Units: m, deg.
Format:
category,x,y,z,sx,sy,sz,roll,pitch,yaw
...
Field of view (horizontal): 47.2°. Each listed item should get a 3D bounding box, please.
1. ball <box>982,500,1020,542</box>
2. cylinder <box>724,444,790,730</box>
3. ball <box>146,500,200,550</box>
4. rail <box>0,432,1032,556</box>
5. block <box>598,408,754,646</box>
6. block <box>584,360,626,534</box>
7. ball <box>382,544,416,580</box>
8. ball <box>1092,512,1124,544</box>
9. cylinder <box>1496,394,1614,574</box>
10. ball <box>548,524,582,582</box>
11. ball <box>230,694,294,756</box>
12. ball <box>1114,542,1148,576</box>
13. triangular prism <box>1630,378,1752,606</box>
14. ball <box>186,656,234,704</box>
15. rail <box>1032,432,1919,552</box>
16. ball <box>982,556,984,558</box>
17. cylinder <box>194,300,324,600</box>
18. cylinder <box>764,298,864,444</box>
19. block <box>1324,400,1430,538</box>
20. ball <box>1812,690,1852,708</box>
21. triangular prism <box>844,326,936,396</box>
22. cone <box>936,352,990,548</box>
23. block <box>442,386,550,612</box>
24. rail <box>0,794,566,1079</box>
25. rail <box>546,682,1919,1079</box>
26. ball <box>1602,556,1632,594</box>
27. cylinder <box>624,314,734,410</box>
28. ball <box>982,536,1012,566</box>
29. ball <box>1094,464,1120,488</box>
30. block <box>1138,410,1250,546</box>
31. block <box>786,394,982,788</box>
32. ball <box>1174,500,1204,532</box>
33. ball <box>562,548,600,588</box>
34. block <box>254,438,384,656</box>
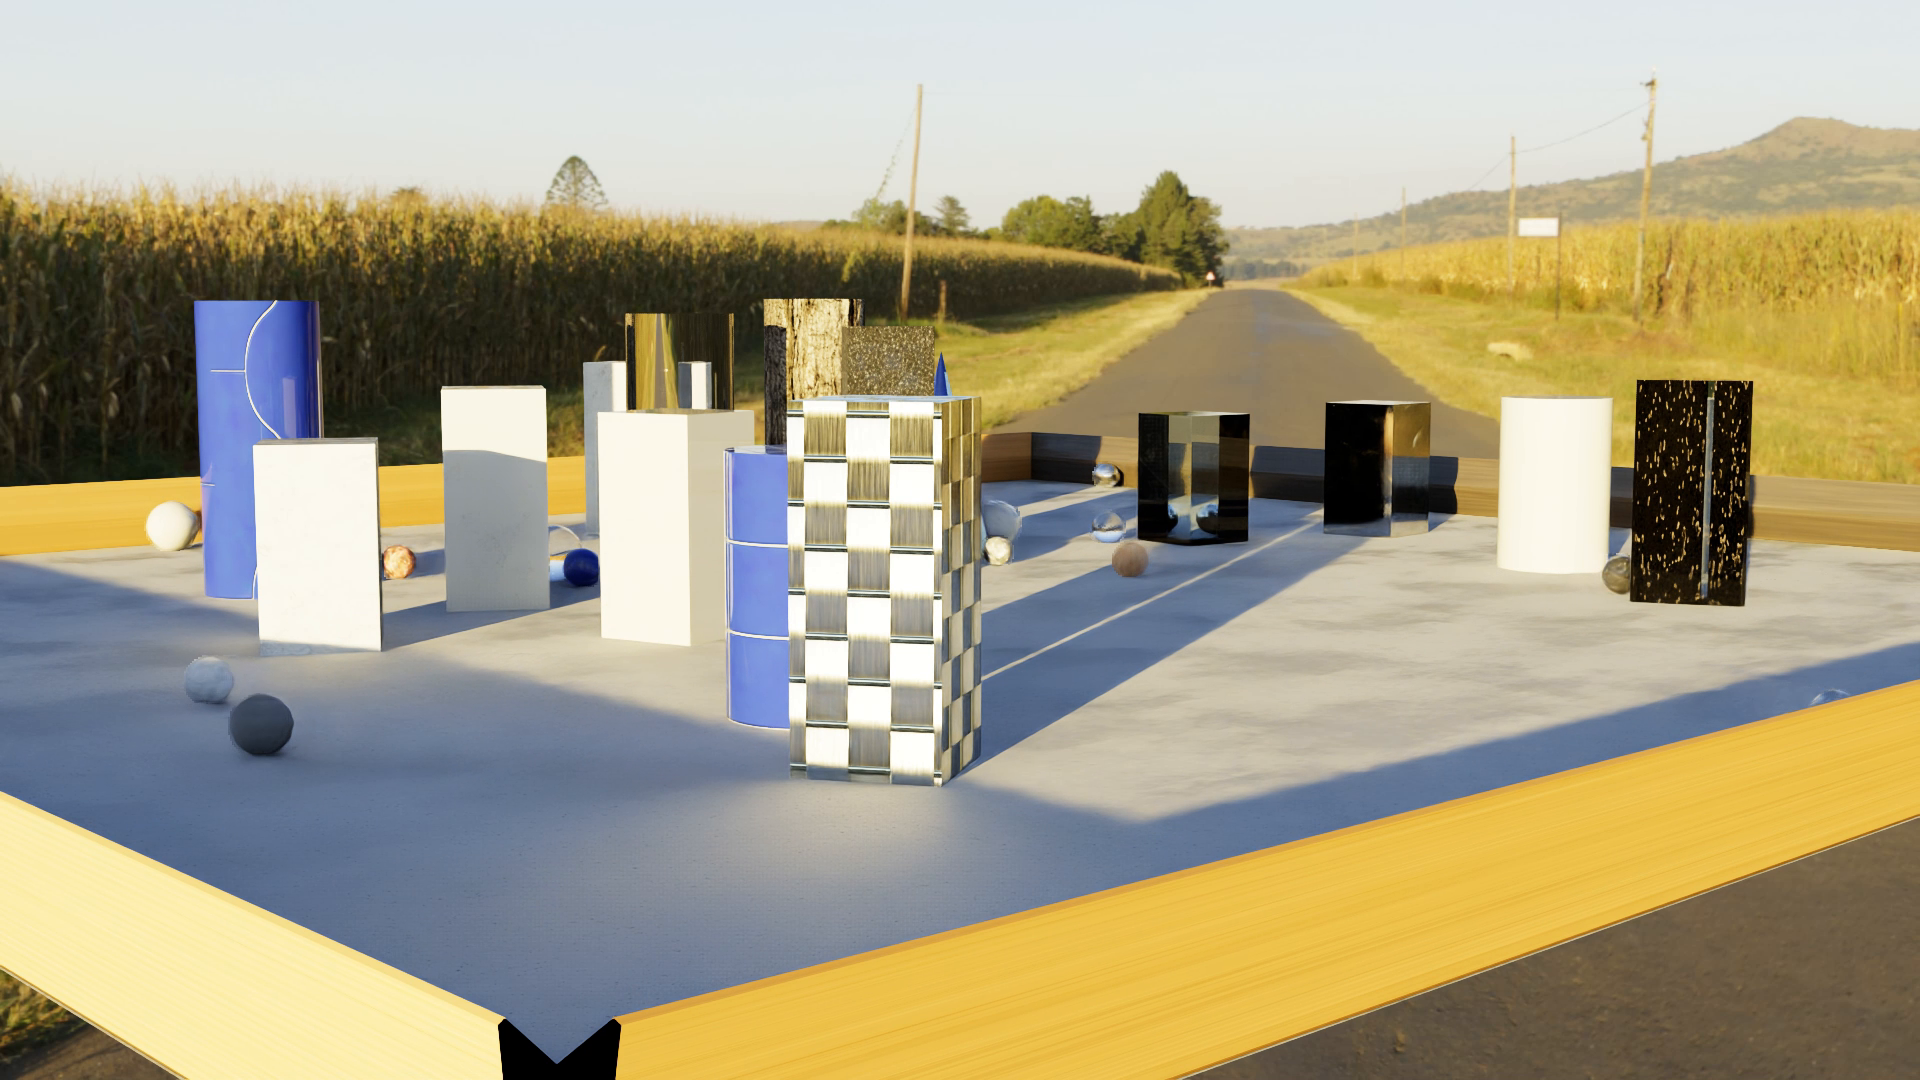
category,x,y,z,sx,sy,sz,roll,pitch,yaw
ball,0.069,-0.030,4.084,0.086,0.086,0.086,0,6,0
cylinder,-0.163,0.046,2.395,0.186,0.291,0.186,0,6,0
ball,-1.441,-0.026,4.026,0.091,0.091,0.091,0,6,0
rail,-1.079,-0.092,4.495,3.482,0.121,0.045,-6,8,-42
block,-0.382,-0.022,2.981,0.149,0.304,0.149,4,7,30
block,-0.642,-0.184,4.350,0.149,0.336,0.149,2,6,15
ball,-0.921,0.036,3.604,0.056,0.056,0.056,0,6,0
ball,0.279,-0.023,4.144,0.061,0.061,0.061,0,6,0
cylinder,1.017,-0.099,3.762,0.186,0.291,0.186,0,6,0
ball,-0.660,0.022,3.566,0.093,0.093,0.093,0,6,0
ball,-0.695,0.184,2.189,0.060,0.060,0.060,0,6,0
ball,0.284,0.032,3.637,0.057,0.057,0.057,0,6,0
triangular prism,1.115,-0.077,3.350,0.161,0.336,0.140,2,6,20
ball,-0.845,0.158,2.477,0.052,0.052,0.052,0,6,0
rail,1.262,-0.091,4.490,0.045,0.121,3.230,-6,8,-42
ball,0.018,0.028,3.743,0.042,0.042,0.042,0,6,0
cylinder,-1.087,-0.144,3.424,0.186,0.453,0.186,0,6,0
cylinder,-0.268,-0.216,4.071,0.186,0.458,0.186,0,6,0
block,0.820,-0.142,4.325,0.149,0.258,0.149,5,8,40
ball,0.915,0.179,2.301,0.046,0.046,0.046,0,6,0
triangular prism,-0.144,-0.138,3.556,0.161,0.413,0.140,-3,7,-29
cone,-0.034,-0.161,3.996,0.186,0.365,0.186,0,6,0
block,-0.695,-0.066,3.291,0.149,0.324,0.149,-1,6,-12
rail,-1.262,0.154,2.174,0.045,0.121,3.230,-6,8,-42
rail,1.079,0.155,2.169,3.482,0.121,0.045,-6,8,-42
ball,1.028,0.054,3.417,0.061,0.061,0.061,0,6,0
cylinder,-0.483,-0.174,3.803,0.186,0.433,0.186,0,6,0
ball,0.064,0.019,3.792,0.050,0.050,0.050,0,6,0
ball,0.361,-0.158,5.404,0.062,0.062,0.062,0,6,0
block,0.444,-0.120,4.188,0.149,0.243,0.149,-5,8,-37
block,-0.070,0.043,2.117,0.149,0.357,0.149,2,6,15
ball,0.455,-0.048,4.372,0.061,0.061,0.061,0,6,0
ball,-0.602,0.044,3.503,0.062,0.062,0.062,0,6,0
block,-0.840,0.005,2.888,0.149,0.269,0.149,-1,6,-13
